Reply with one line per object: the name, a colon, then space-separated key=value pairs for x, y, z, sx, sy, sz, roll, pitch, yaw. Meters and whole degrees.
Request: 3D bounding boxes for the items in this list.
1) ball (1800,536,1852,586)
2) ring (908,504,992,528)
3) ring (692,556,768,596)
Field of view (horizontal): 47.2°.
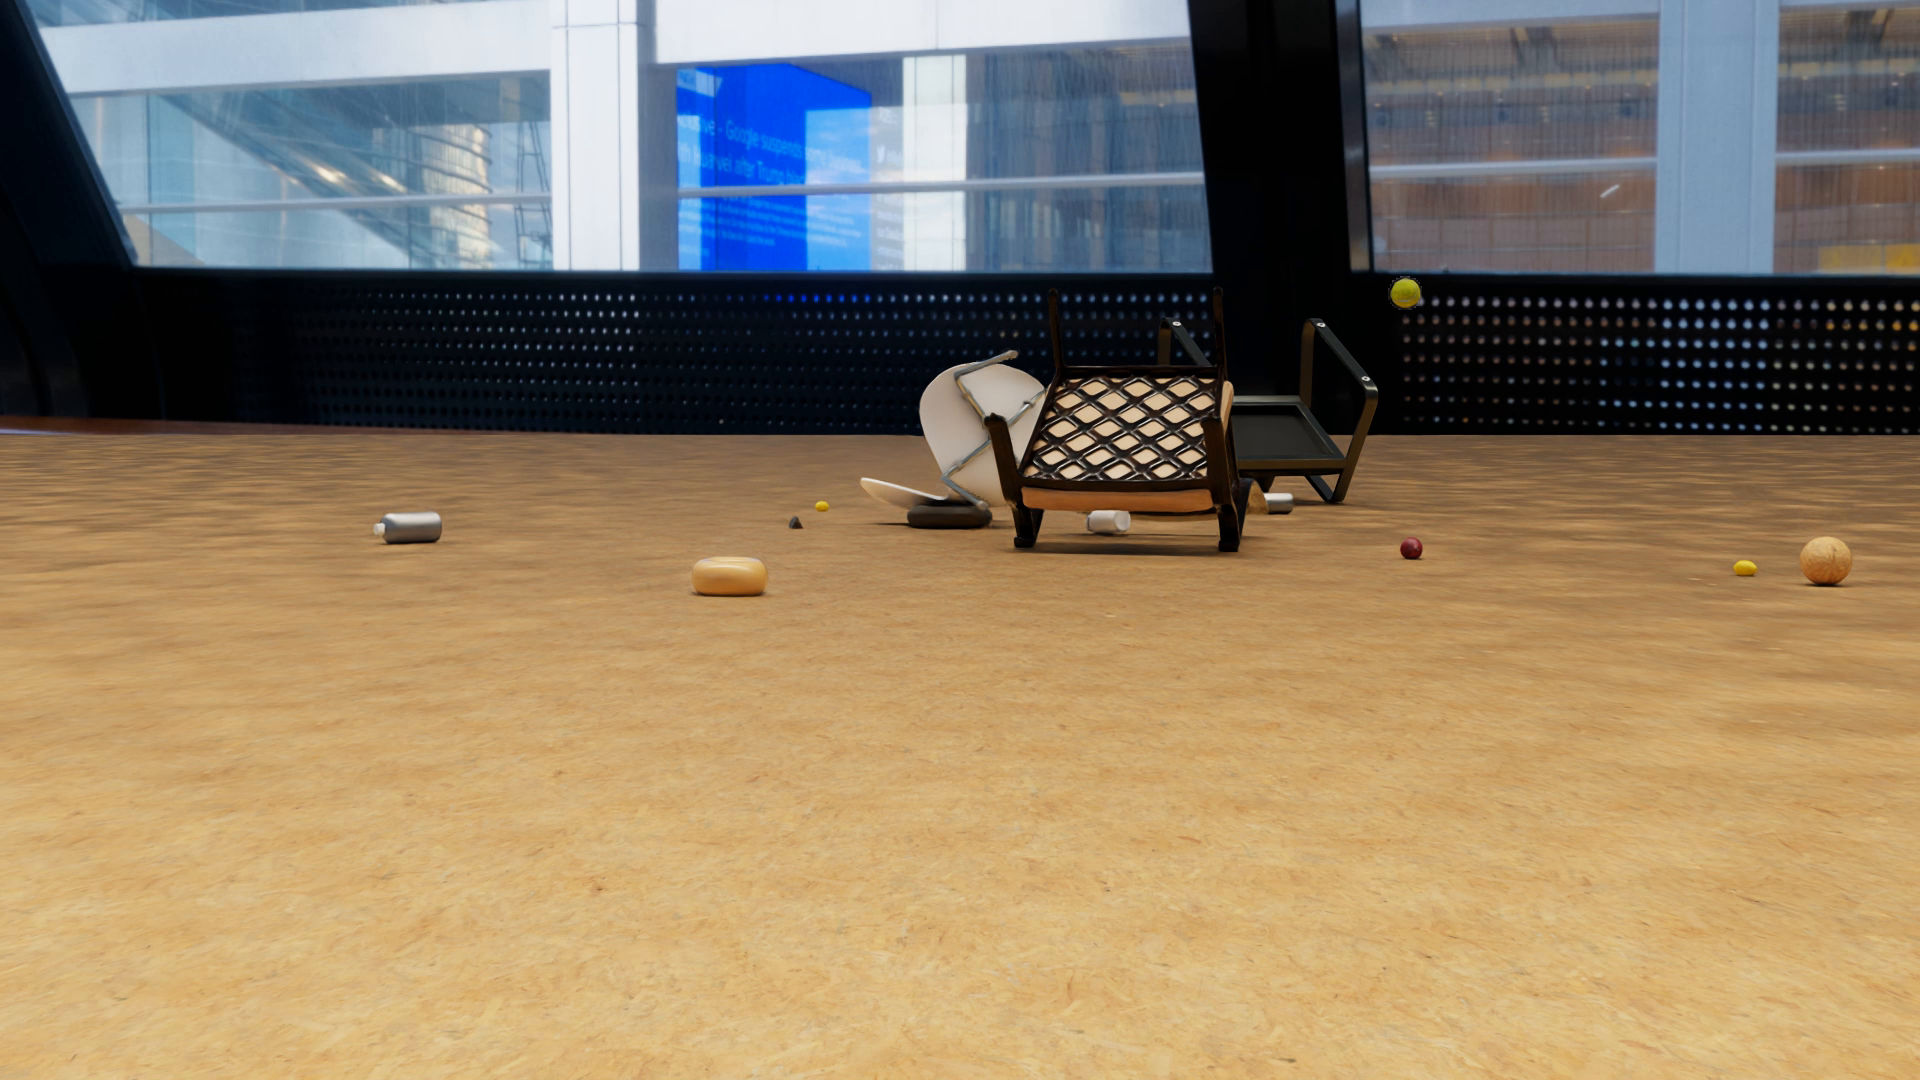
ball: x=1.979 y=0.047 z=5.028 sx=0.113 sy=0.113 sz=0.113 roll=0 pitch=4 yaw=0
ring: x=-0.034 y=-0.077 z=7.160 sx=0.279 sy=0.070 sz=0.296 roll=0 pitch=3 yaw=-13
ring: x=-0.505 y=0.081 z=4.824 sx=0.161 sy=0.076 sz=0.186 roll=-5 pitch=7 yaw=-38
